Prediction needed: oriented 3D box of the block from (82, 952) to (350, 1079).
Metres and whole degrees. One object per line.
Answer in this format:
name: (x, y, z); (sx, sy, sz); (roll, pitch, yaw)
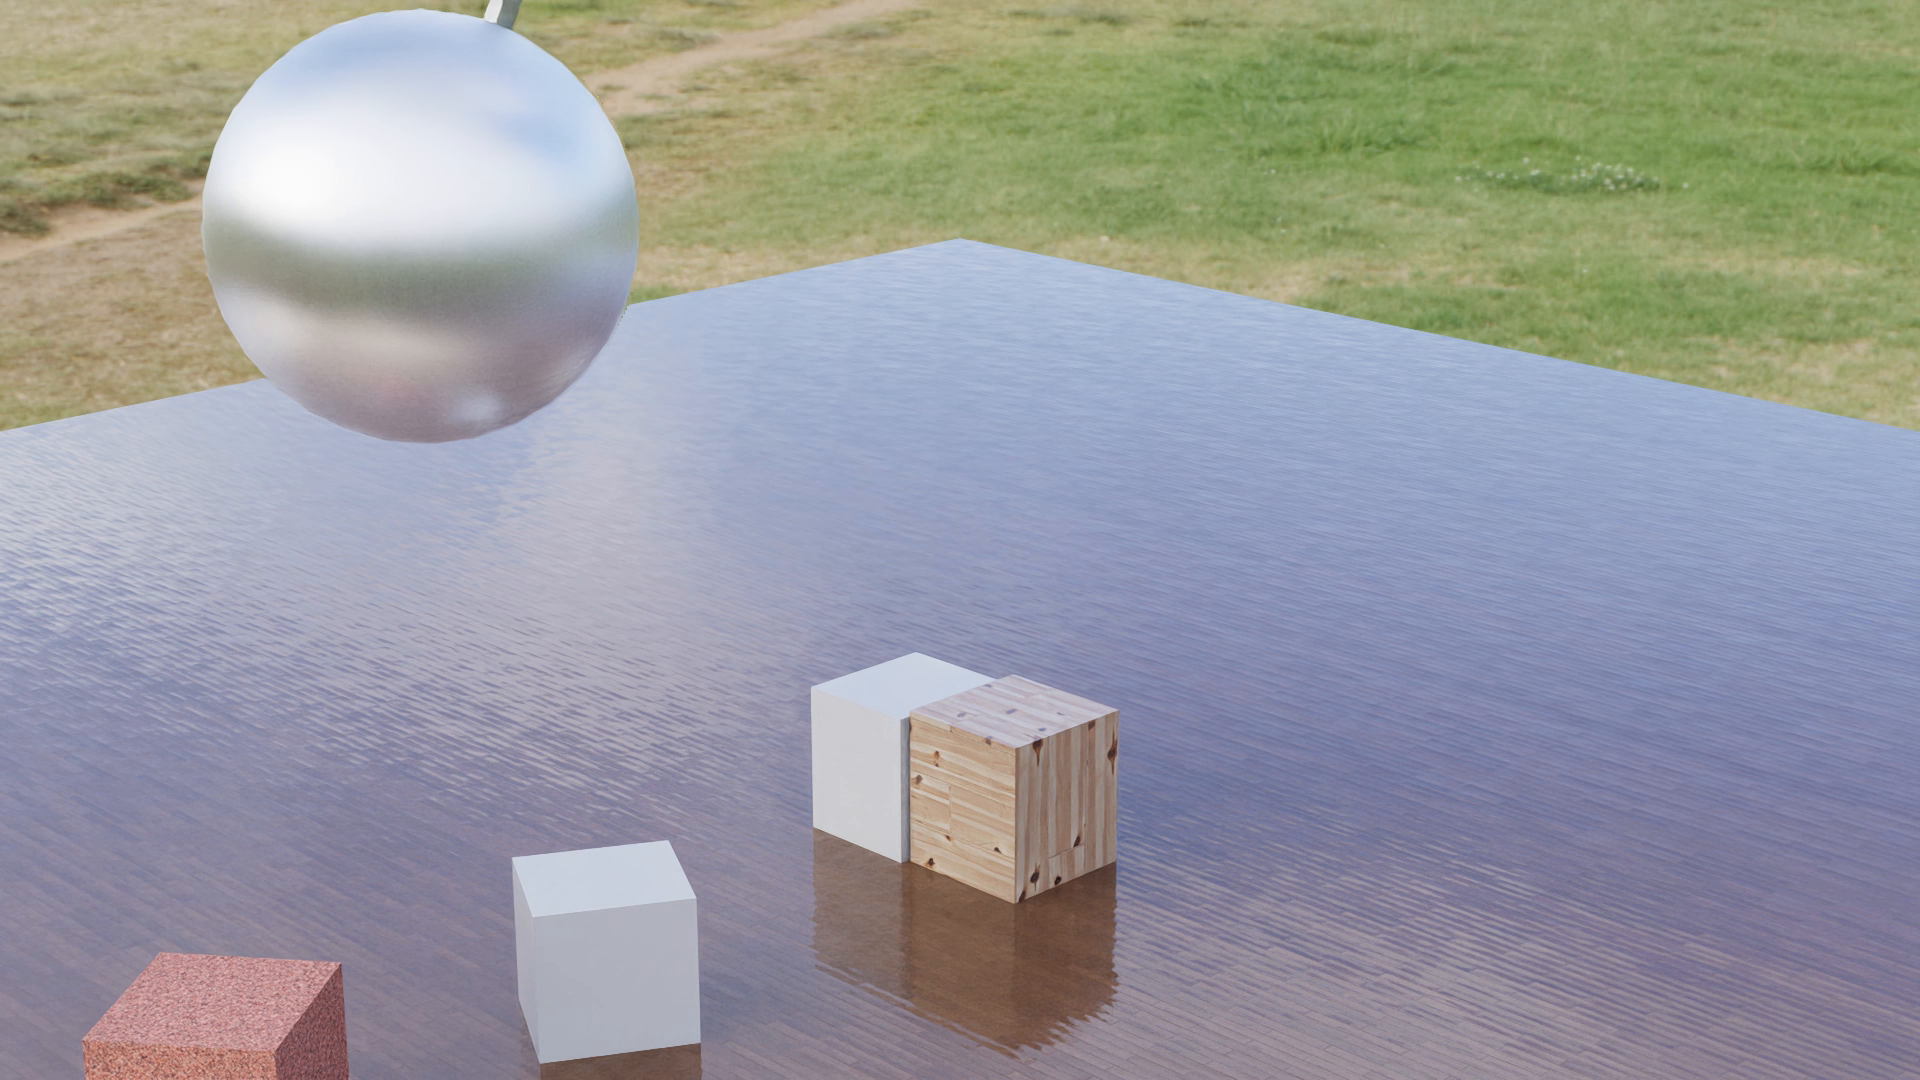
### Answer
block: (-2.691, 2.014, 10.706); (0.702, 0.737, 0.717); (2, 18, 7)

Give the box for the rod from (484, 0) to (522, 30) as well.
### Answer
rod: (-0.864, -4.361, 11.066); (0.080, 5.200, 0.080); (17, -4, 42)

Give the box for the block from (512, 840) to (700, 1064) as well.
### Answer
block: (-1.446, 1.671, 11.963); (0.652, 0.639, 0.604); (-5, 18, -15)

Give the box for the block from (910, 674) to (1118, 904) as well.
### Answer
block: (0.248, 1.133, 13.494); (0.680, 0.747, 0.671); (-17, 24, -42)

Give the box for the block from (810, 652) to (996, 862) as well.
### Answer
block: (-0.242, 1.020, 13.913); (0.690, 0.710, 0.606); (-17, 24, -42)

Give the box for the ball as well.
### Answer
ball: (-1.993, -1.159, 10.888); (1.600, 1.600, 1.600); (0, 17, 0)
